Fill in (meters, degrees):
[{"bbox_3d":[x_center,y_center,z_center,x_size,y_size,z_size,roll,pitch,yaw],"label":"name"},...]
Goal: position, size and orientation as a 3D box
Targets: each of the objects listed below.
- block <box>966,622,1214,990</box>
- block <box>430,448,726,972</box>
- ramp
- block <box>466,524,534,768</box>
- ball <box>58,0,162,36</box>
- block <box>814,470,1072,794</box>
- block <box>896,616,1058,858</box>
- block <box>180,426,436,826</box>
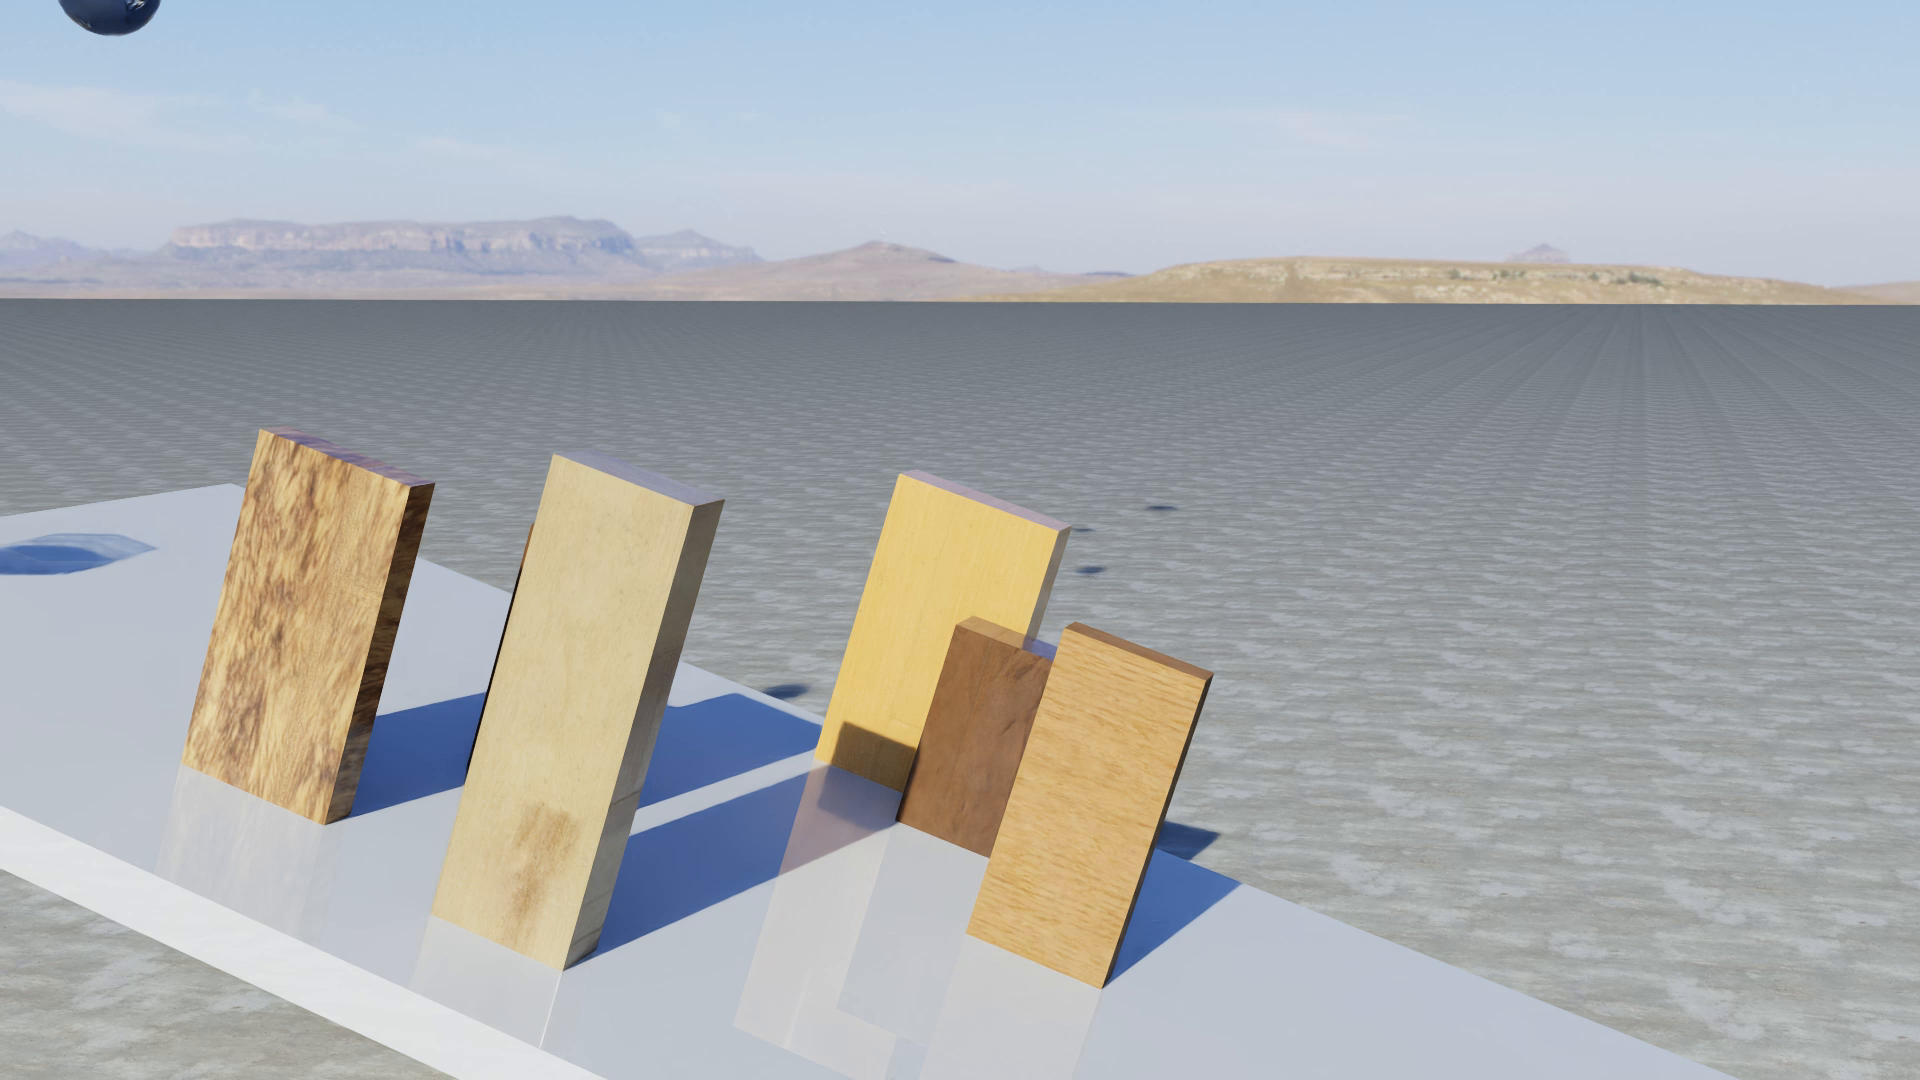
[{"bbox_3d":[0.242,0.499,4.141,0.280,0.629,0.084,20,12,14],"label":"block"},{"bbox_3d":[-0.619,0.273,3.539,0.249,0.797,0.121,20,12,14],"label":"block"},{"bbox_3d":[-0.360,0.683,4.228,4.000,0.100,2.000,20,12,14],"label":"ramp"},{"bbox_3d":[-0.735,0.249,4.205,0.290,0.505,0.092,20,12,14],"label":"block"},{"bbox_3d":[-1.645,-1.074,4.249,0.198,0.198,0.198,0,7,0],"label":"ball"},{"bbox_3d":[-0.041,0.228,4.874,0.377,0.676,0.119,20,12,14],"label":"block"},{"bbox_3d":[0.066,0.425,4.675,0.266,0.451,0.129,20,12,14],"label":"block"},{"bbox_3d":[-1.133,0.148,3.811,0.301,0.622,0.081,20,12,14],"label":"block"}]
